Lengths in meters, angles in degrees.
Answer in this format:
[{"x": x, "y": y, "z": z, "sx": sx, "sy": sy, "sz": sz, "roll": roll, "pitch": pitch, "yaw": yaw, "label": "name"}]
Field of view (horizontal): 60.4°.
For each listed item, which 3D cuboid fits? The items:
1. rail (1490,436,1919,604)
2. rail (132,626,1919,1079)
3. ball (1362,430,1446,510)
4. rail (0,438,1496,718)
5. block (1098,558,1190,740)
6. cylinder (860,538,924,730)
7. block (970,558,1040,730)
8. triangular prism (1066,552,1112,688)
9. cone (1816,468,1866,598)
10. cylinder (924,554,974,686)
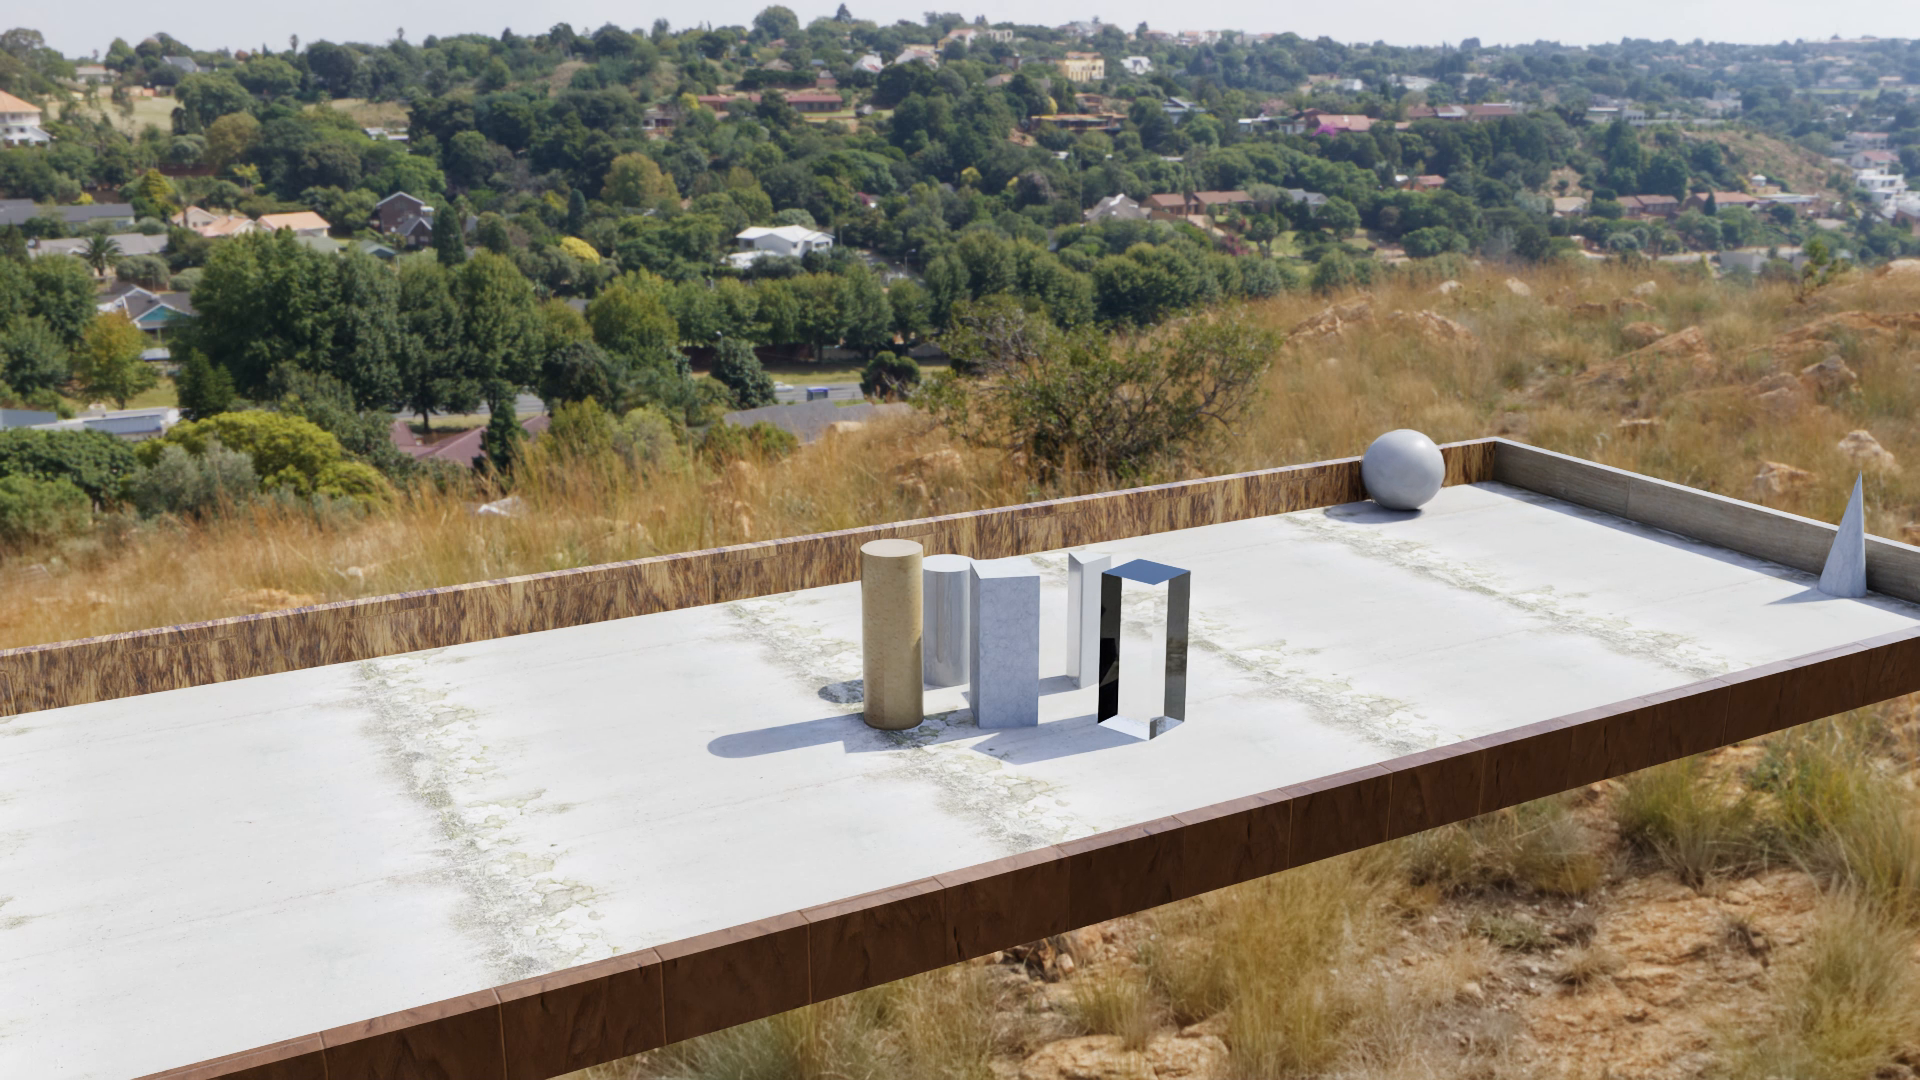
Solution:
[{"x": 2.466, "y": -0.048, "z": 5.253, "sx": 0.050, "sy": 0.150, "sz": 2.100, "roll": -9, "pitch": 18, "yaw": -27, "label": "rail"}, {"x": -2.336, "y": 1.006, "z": 1.665, "sx": 12.000, "sy": 0.150, "sz": 0.050, "roll": -9, "pitch": 18, "yaw": -27, "label": "rail"}, {"x": 1.527, "y": -0.242, "z": 5.686, "sx": 0.278, "sy": 0.278, "sz": 0.278, "roll": 0, "pitch": 16, "yaw": 0, "label": "ball"}, {"x": -3.305, "y": 0.497, "z": 3.399, "sx": 12.000, "sy": 0.150, "sz": 0.050, "roll": -9, "pitch": 18, "yaw": -27, "label": "rail"}, {"x": 0.427, "y": 0.252, "z": 3.833, "sx": 0.146, "sy": 0.375, "sz": 0.146, "roll": 14, "pitch": 21, "yaw": 39, "label": "block"}, {"x": -0.157, "y": 0.221, "z": 3.851, "sx": 0.144, "sy": 0.424, "sz": 0.144, "roll": 0, "pitch": 16, "yaw": 0, "label": "cylinder"}, {"x": 0.103, "y": 0.242, "z": 3.873, "sx": 0.140, "sy": 0.370, "sz": 0.140, "roll": -3, "pitch": 17, "yaw": -9, "label": "block"}, {"x": 0.303, "y": 0.194, "z": 4.114, "sx": 0.106, "sy": 0.327, "sz": 0.092, "roll": -15, "pitch": 22, "yaw": -42, "label": "triangular prism"}, {"x": 2.589, "y": -0.029, "z": 4.791, "sx": 0.132, "sy": 0.372, "sz": 0.132, "roll": 0, "pitch": 16, "yaw": 0, "label": "cone"}, {"x": -0.032, "y": 0.201, "z": 4.138, "sx": 0.147, "sy": 0.300, "sz": 0.147, "roll": 0, "pitch": 16, "yaw": 0, "label": "cylinder"}]
